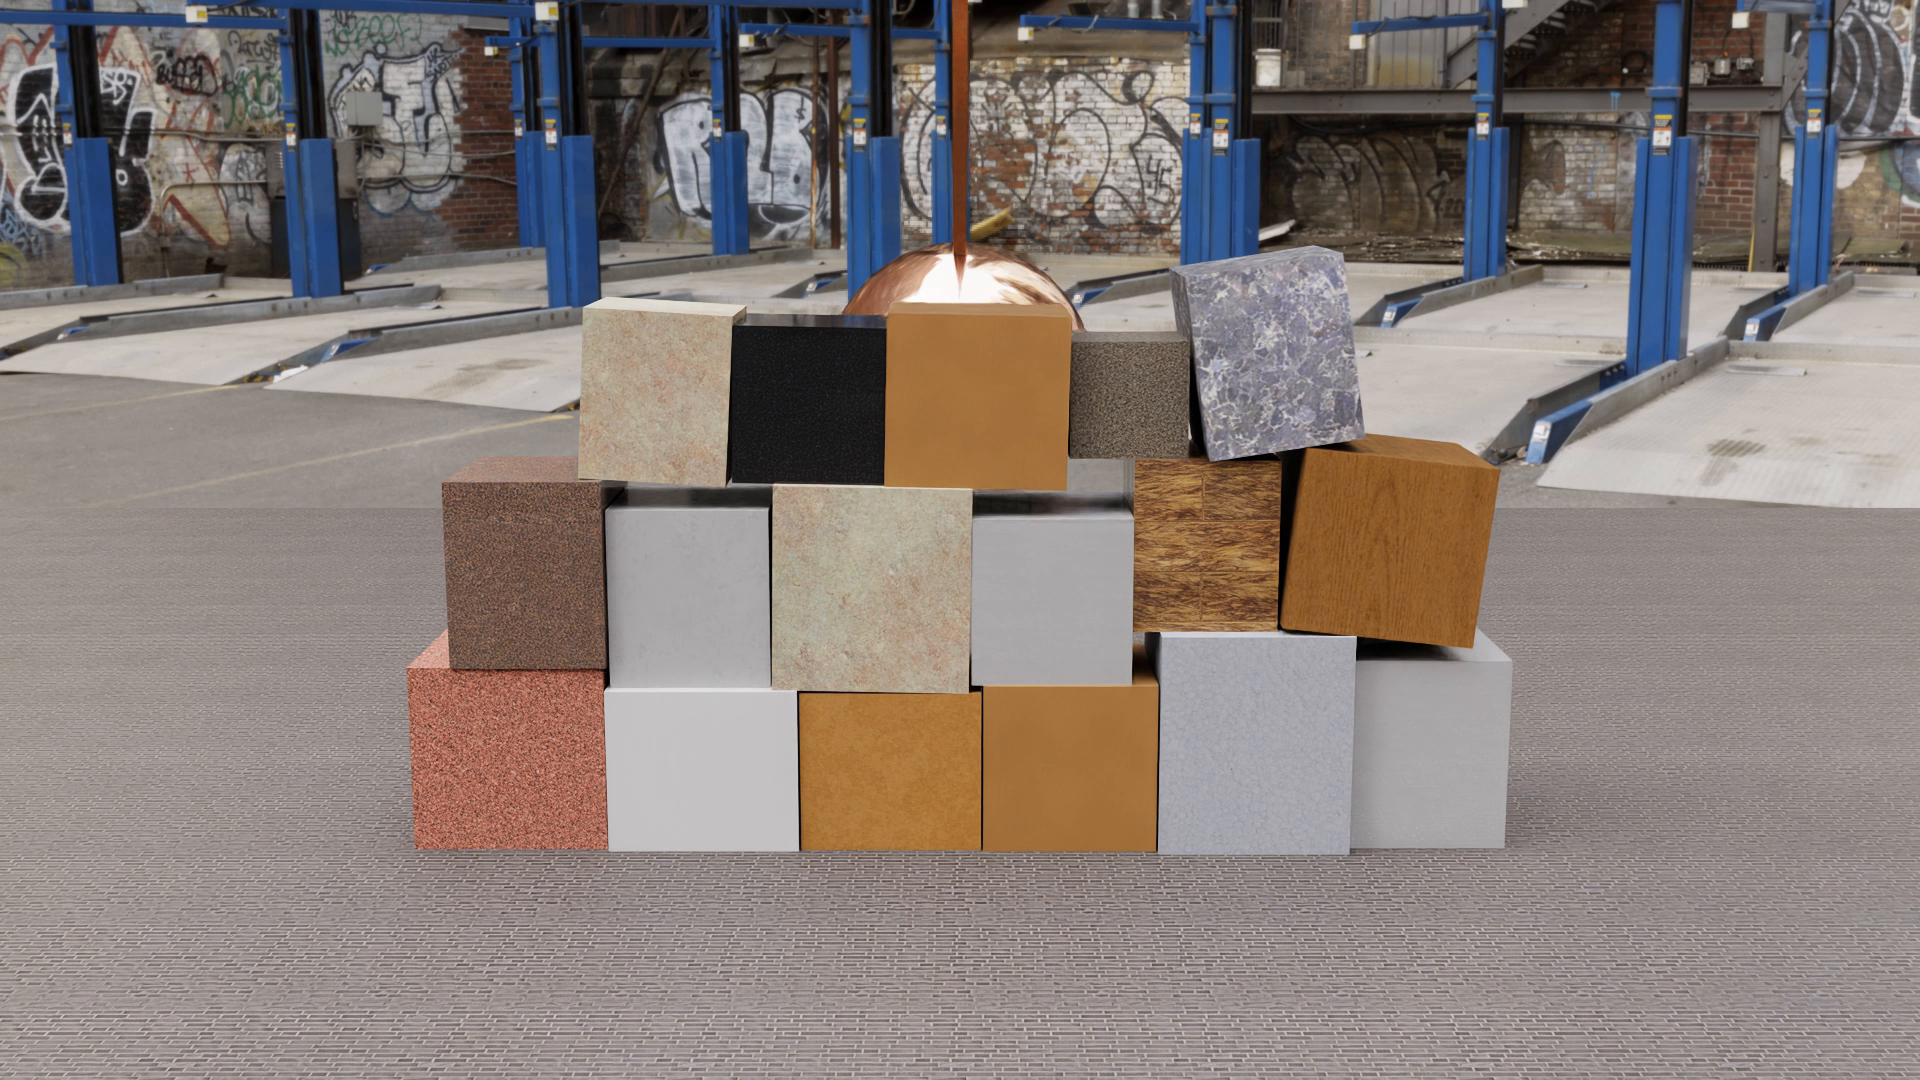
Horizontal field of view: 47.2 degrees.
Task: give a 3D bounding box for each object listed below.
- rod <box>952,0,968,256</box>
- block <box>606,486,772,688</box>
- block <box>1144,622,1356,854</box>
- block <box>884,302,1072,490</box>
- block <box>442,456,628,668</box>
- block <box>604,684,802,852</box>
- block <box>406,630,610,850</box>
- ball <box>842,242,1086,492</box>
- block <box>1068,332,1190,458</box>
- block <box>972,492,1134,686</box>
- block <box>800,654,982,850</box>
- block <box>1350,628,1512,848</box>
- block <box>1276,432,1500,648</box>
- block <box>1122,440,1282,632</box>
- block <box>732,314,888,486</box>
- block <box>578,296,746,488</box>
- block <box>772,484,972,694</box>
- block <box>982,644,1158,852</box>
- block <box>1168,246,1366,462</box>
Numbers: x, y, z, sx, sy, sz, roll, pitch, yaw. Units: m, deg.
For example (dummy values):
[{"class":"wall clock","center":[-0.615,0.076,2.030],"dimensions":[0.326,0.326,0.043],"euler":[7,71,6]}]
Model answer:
[{"class":"rod","center":[0.000,-3.901,11.385],"dimensions":[0.080,5.200,0.080],"euler":[0,31,0]},{"class":"block","center":[-1.339,0.224,11.239],"dimensions":[0.798,0.893,0.797],"euler":[0,10,0]},{"class":"block","center":[1.465,0.929,11.361],"dimensions":[0.949,1.108,1.037],"euler":[0,10,0]},{"class":"block","center":[0.085,-0.737,11.044],"dimensions":[0.890,0.846,0.793],"euler":[1,10,0]},{"class":"block","center":[-2.134,0.098,11.202],"dimensions":[0.771,0.931,0.885],"euler":[0,10,0]},{"class":"block","center":[-1.281,1.073,11.366],"dimensions":[0.951,0.822,0.901],"euler":[0,10,0]},{"class":"block","center":[-2.251,1.013,11.383],"dimensions":[0.968,0.934,0.879],"euler":[0,10,0]},{"class":"ball","center":[0.000,-0.972,13.112],"dimensions":[1.600,1.600,1.600],"euler":[0,10,0]},{"class":"block","center":[0.829,-0.735,11.031],"dimensions":[0.583,0.573,0.585],"euler":[0,10,0]},{"class":"block","center":[0.454,0.233,11.214],"dimensions":[0.791,0.833,0.845],"euler":[0,10,0]},{"class":"block","center":[-0.345,1.079,11.379],"dimensions":[0.901,0.806,0.877],"euler":[0,10,0]},{"class":"block","center":[2.342,1.004,11.345],"dimensions":[0.786,0.965,0.777],"euler":[0,10,0]},{"class":"block","center":[2.097,-0.039,11.172],"dimensions":[0.941,0.893,0.954],"euler":[6,10,-1]},{"class":"block","center":[1.210,-0.036,11.177],"dimensions":[0.716,0.855,0.779],"euler":[0,10,0]},{"class":"block","center":[-0.736,-0.719,11.067],"dimensions":[0.746,0.771,0.758],"euler":[1,10,0]},{"class":"block","center":[-1.484,-0.756,11.050],"dimensions":[0.722,0.836,0.724],"euler":[3,10,-1]},{"class":"block","center":[-0.434,0.169,11.225],"dimensions":[0.972,1.021,0.900],"euler":[1,10,0]},{"class":"block","center":[0.548,1.055,11.391],"dimensions":[0.865,0.848,0.953],"euler":[0,10,0]},{"class":"block","center":[1.519,-0.948,10.993],"dimensions":[0.760,0.900,0.843],"euler":[-9,10,1]}]
